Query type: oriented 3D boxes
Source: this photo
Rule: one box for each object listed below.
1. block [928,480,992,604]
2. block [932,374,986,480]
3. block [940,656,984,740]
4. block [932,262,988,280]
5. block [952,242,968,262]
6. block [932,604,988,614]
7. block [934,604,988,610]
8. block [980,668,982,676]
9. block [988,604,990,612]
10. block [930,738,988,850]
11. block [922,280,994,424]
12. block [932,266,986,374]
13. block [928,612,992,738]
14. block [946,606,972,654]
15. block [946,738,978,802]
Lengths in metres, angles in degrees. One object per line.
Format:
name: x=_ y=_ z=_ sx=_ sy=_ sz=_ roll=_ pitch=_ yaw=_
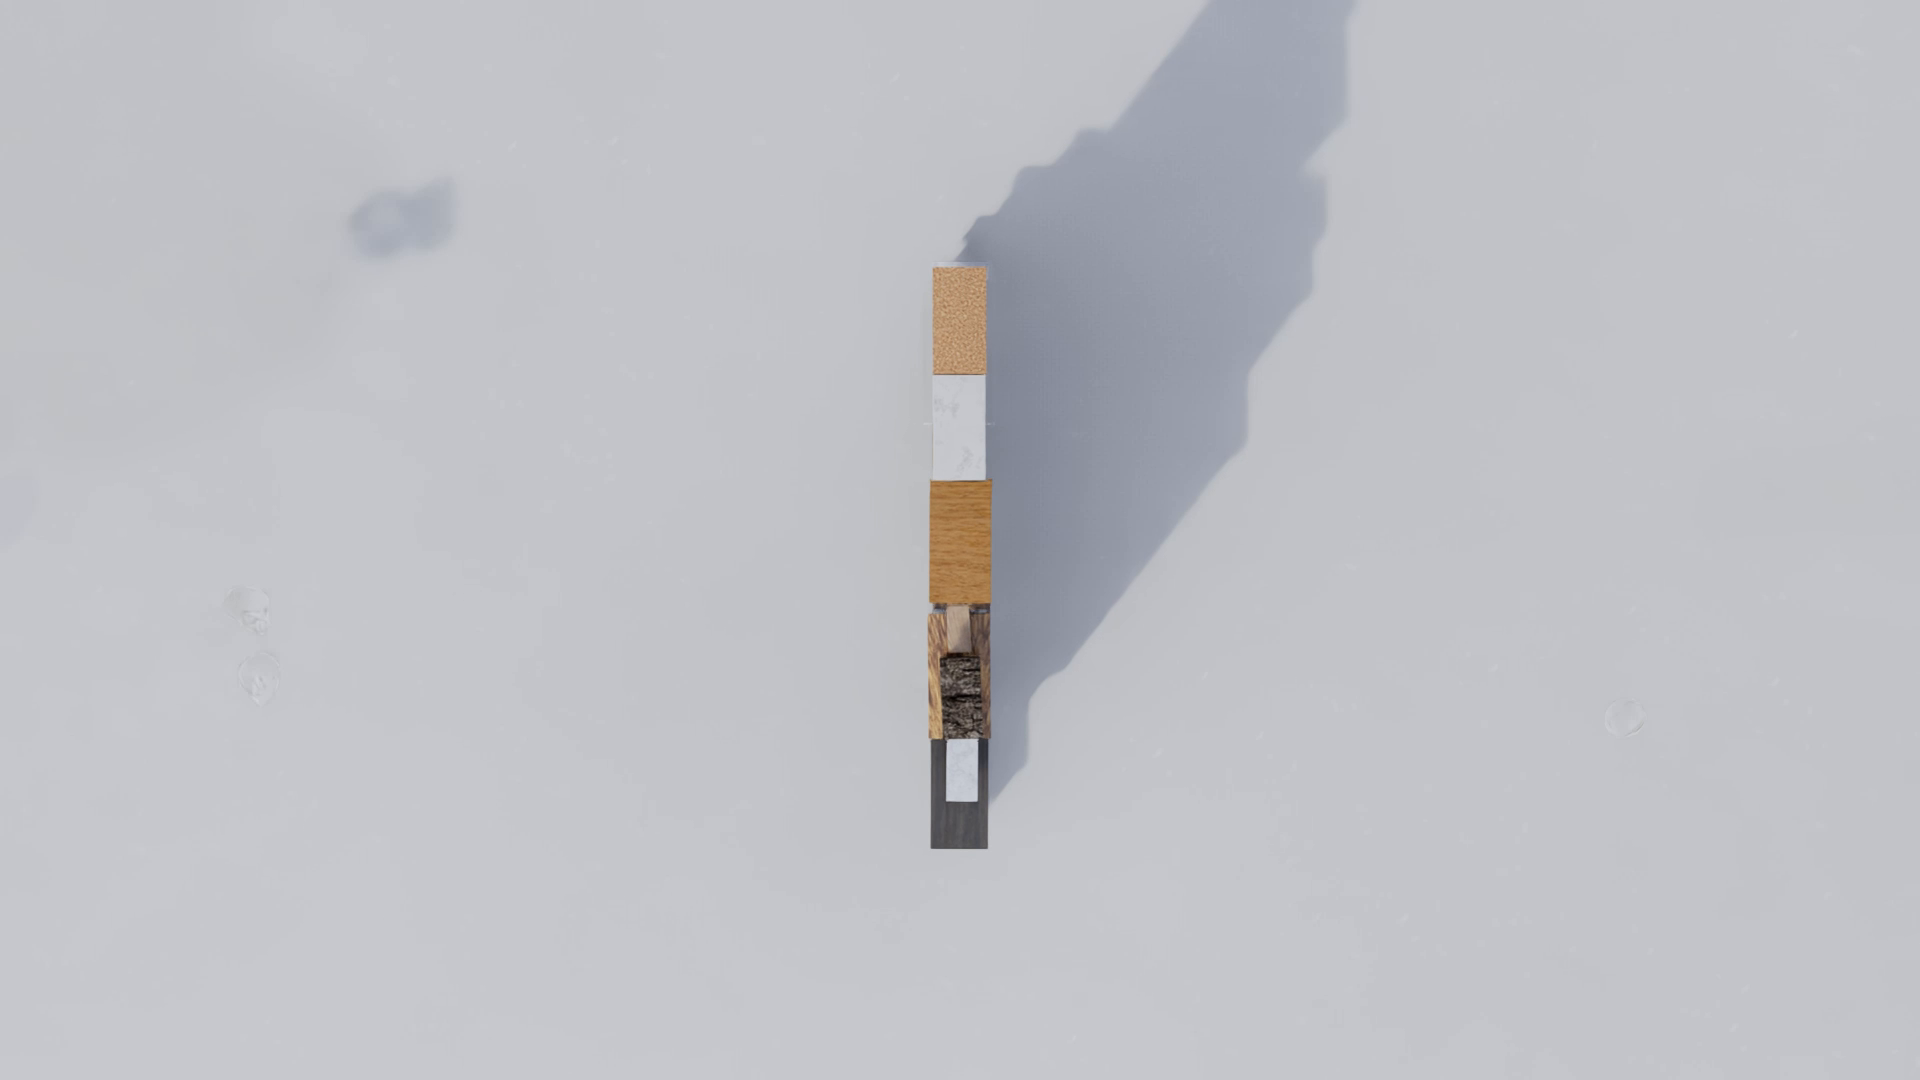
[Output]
block: x=0.001 y=0.003 z=3.910 sx=0.146 sy=0.041 sz=0.293 roll=0 pitch=90 yaw=0
block: x=-0.002 y=-0.262 z=3.842 sx=0.122 sy=0.035 sz=0.245 roll=0 pitch=90 yaw=0
block: x=0.004 y=0.380 z=3.966 sx=0.097 sy=0.028 sz=0.194 roll=-2 pitch=90 yaw=0
block: x=0.001 y=-0.685 z=5.125 sx=0.175 sy=0.050 sz=0.350 roll=0 pitch=90 yaw=0
block: x=-0.002 y=-0.918 z=5.388 sx=0.052 sy=0.015 sz=0.104 roll=0 pitch=90 yaw=0
block: x=0.000 y=0.212 z=4.556 sx=0.149 sy=0.042 sz=0.299 roll=0 pitch=90 yaw=0
block: x=0.002 y=0.042 z=4.242 sx=0.136 sy=0.039 sz=0.273 roll=0 pitch=90 yaw=0
block: x=0.002 y=0.314 z=4.077 sx=0.097 sy=0.194 sz=0.028 roll=-2 pitch=90 yaw=0
block: x=0.004 y=0.261 z=5.119 sx=0.178 sy=0.050 sz=0.356 roll=0 pitch=90 yaw=0
block: x=-0.001 y=0.661 z=4.355 sx=0.151 sy=0.043 sz=0.302 roll=0 pitch=90 yaw=0
block: x=-0.003 y=-0.469 z=4.130 sx=0.179 sy=0.051 sz=0.357 roll=0 pitch=90 yaw=0
block: x=-0.001 y=-0.509 z=3.839 sx=0.124 sy=0.035 sz=0.248 roll=0 pitch=90 yaw=0
block: x=-0.002 y=0.345 z=4.197 sx=0.158 sy=0.045 sz=0.316 roll=-1 pitch=90 yaw=0
block: x=-0.003 y=0.219 z=4.052 sx=0.057 sy=0.016 sz=0.113 roll=-3 pitch=90 yaw=0
block: x=0.005 y=0.559 z=4.014 sx=0.075 sy=0.021 sz=0.150 roll=1 pitch=90 yaw=0
